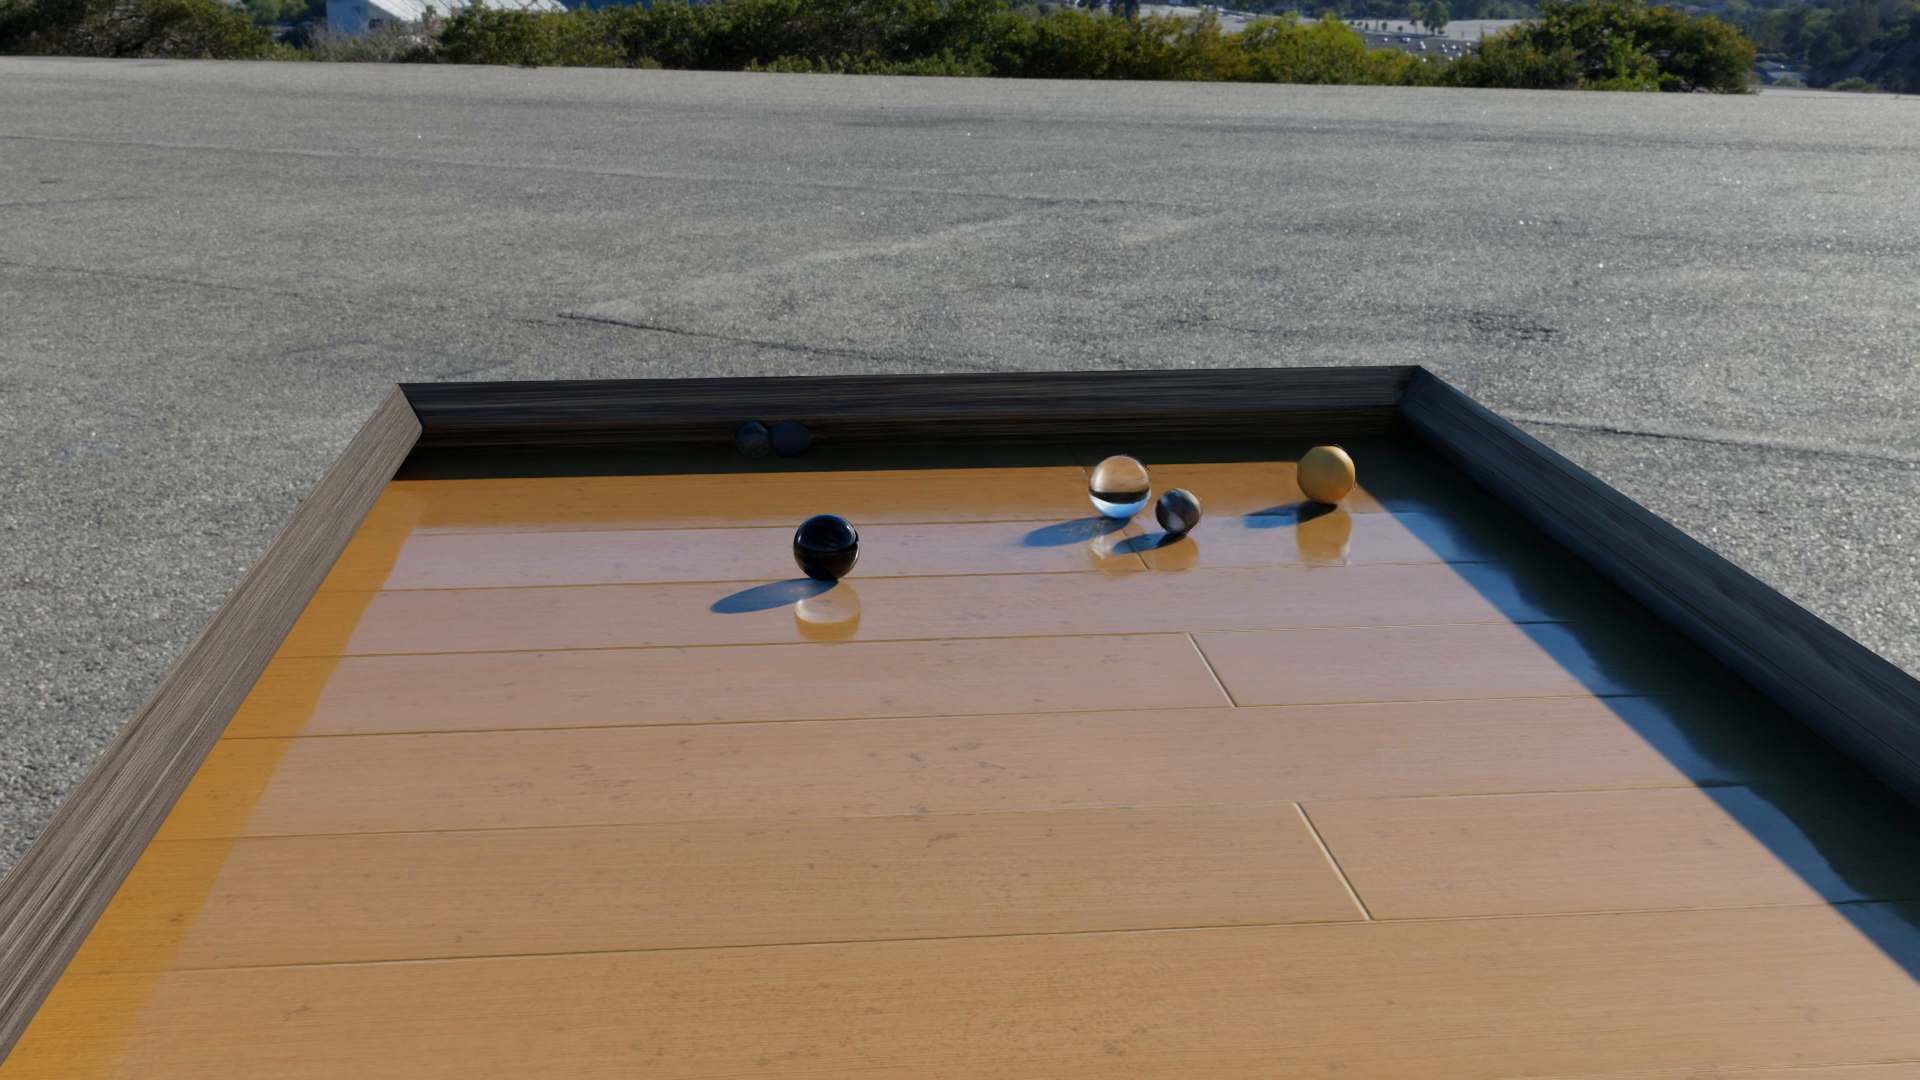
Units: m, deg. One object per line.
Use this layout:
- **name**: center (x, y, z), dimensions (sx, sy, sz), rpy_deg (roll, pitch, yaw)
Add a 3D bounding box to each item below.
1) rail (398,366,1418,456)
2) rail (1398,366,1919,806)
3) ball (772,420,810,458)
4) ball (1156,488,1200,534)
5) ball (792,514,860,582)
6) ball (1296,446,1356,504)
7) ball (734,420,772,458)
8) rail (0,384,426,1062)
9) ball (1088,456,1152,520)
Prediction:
- **rail**: center (-0.061, -0.191, 3.308), dimensions (1.547, 0.109, 0.045), rpy_deg (-1, 15, -5)
- **rail**: center (0.810, 0.139, 2.094), dimensions (0.045, 0.109, 2.714), rpy_deg (-1, 15, -5)
- **ball**: center (-0.250, -0.149, 3.257), dimensions (0.055, 0.055, 0.055), rpy_deg (0, 15, 0)
- **ball**: center (0.282, -0.037, 2.842), dimensions (0.058, 0.058, 0.058), rpy_deg (0, 15, 0)
- **ball**: center (-0.159, 0.009, 2.629), dimensions (0.081, 0.081, 0.081), rpy_deg (0, 15, 0)
- **ball**: center (0.498, -0.089, 2.991), dimensions (0.080, 0.080, 0.080), rpy_deg (0, 15, 0)
- **ball**: center (-0.306, -0.149, 3.255), dimensions (0.056, 0.056, 0.056), rpy_deg (0, 15, 0)
- **rail**: center (-0.684, 0.175, 1.960), dimensions (0.045, 0.109, 2.714), rpy_deg (-1, 15, -5)
- **ball**: center (0.212, -0.070, 2.912), dimensions (0.084, 0.084, 0.084), rpy_deg (0, 15, 0)
